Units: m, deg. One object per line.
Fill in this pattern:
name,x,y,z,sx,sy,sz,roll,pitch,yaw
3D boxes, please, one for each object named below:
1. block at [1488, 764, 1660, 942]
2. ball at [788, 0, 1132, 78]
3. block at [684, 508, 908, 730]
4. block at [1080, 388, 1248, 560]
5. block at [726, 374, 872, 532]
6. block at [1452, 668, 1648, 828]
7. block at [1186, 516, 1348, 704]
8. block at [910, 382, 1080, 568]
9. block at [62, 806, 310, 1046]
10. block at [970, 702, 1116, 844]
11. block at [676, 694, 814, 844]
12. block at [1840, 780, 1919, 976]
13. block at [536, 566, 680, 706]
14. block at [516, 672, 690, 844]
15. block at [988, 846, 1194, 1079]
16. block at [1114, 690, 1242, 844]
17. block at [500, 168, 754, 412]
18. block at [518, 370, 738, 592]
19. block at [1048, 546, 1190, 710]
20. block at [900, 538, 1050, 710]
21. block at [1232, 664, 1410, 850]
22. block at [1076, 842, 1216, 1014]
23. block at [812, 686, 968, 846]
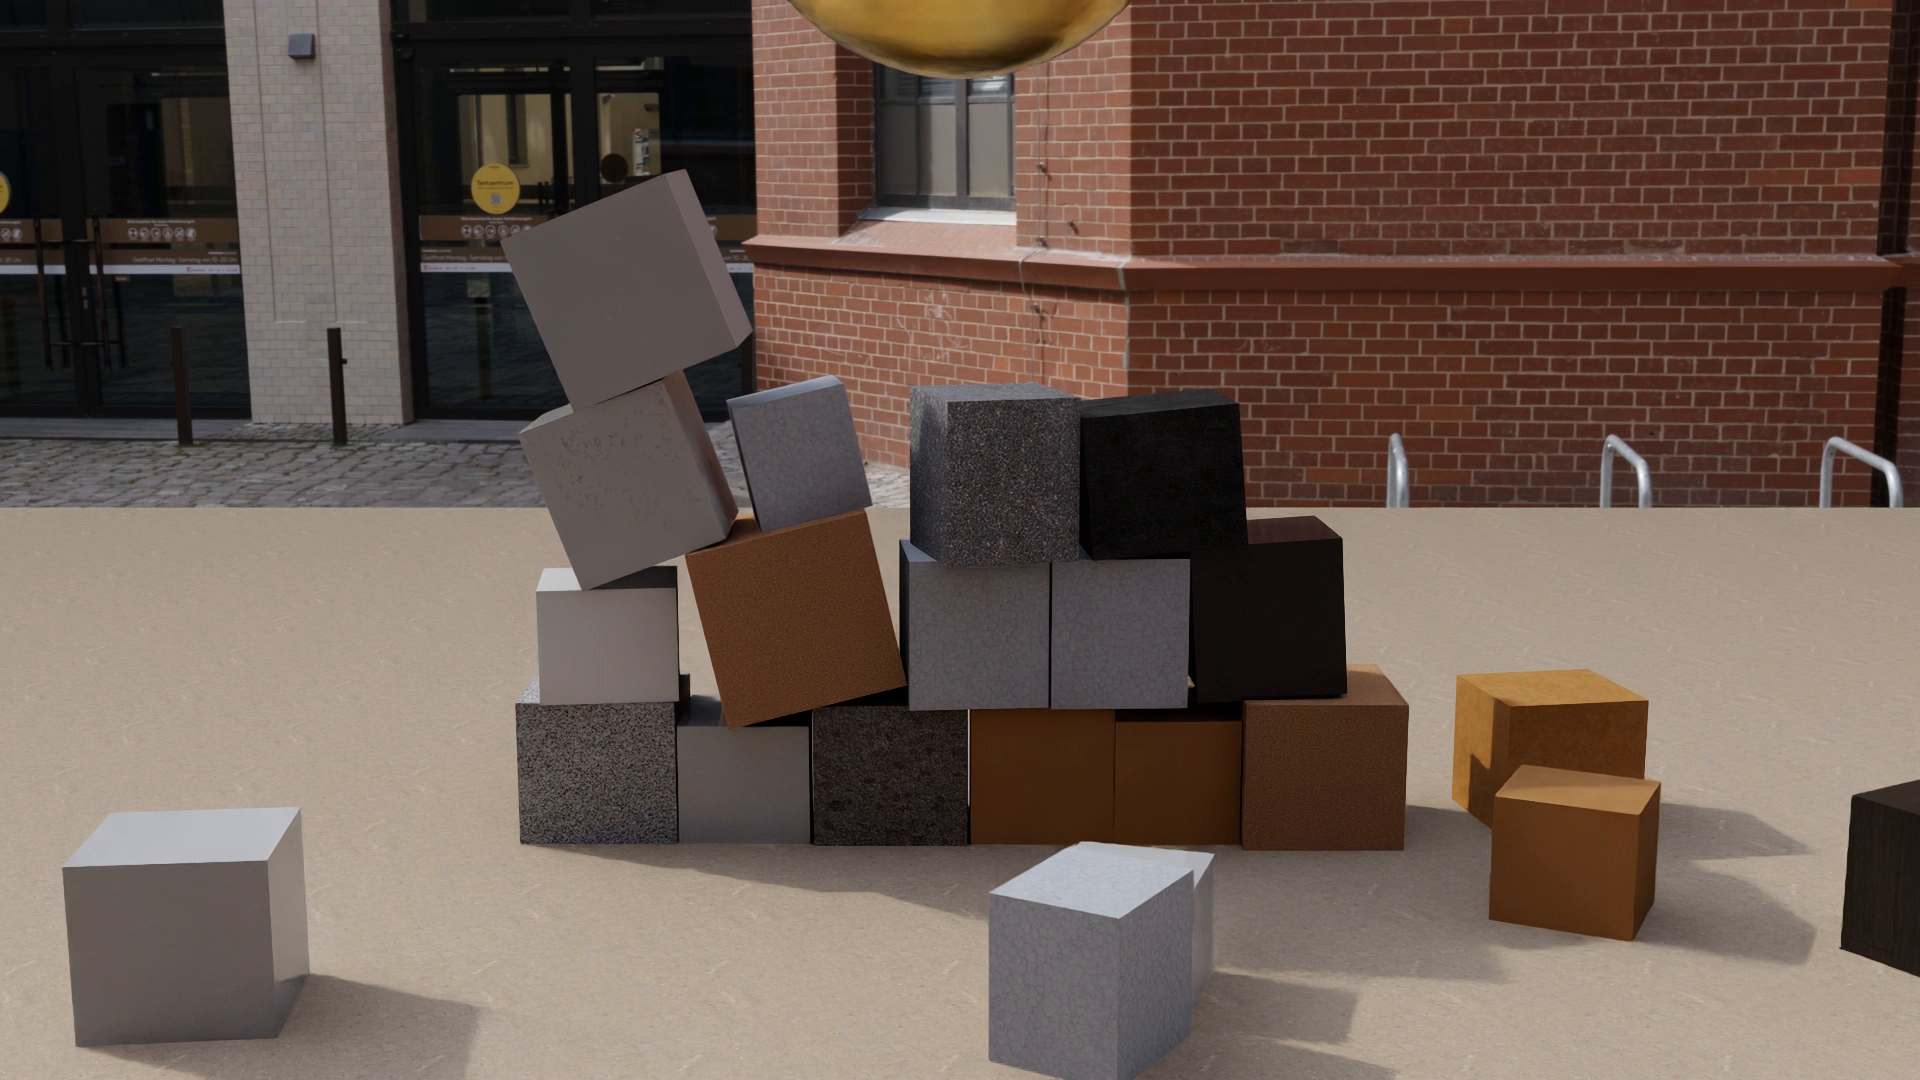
block,2.825,1.424,10.100,0.638,0.585,0.577,5,11,26
ball,0.000,-2.373,7.418,1.600,1.600,1.600,0,10,0
block,-0.856,0.332,11.285,0.911,0.893,0.926,-14,10,-4
block,0.969,-0.342,11.045,0.768,0.701,0.744,-6,10,-4
block,-0.823,-0.448,11.175,0.567,0.628,0.624,-14,10,-7
block,3.081,1.108,11.535,0.750,0.693,0.685,-2,10,-10
block,1.520,0.344,11.239,0.754,0.789,0.685,-4,10,-2
block,0.164,-0.336,10.920,0.668,0.804,0.701,-3,11,-16
block,-3.124,1.556,8.948,0.772,0.736,0.703,-1,10,-6
block,0.413,1.126,11.361,0.721,0.719,0.643,0,10,0
block,-1.088,1.176,11.394,0.661,0.610,0.664,0,10,0
block,4.379,1.473,9.508,0.749,0.700,0.711,-6,12,-31
block,-1.784,0.478,11.217,0.687,0.581,0.587,-1,10,-7
block,-1.825,1.117,11.376,0.794,0.733,0.663,0,10,0
block,0.513,1.653,8.561,0.554,0.684,0.648,6,12,30
block,1.092,1.160,11.395,0.633,0.641,0.713,0,10,0
block,-1.632,-1.253,10.918,0.855,0.890,0.792,-21,10,4
block,-1.654,-0.332,11.102,0.758,0.836,0.764,-20,10,3
block,0.781,0.401,11.231,0.678,0.755,0.742,0,10,-2
block,0.063,0.414,11.141,0.692,0.750,0.623,-1,10,-6
block,1.821,1.109,11.370,0.802,0.751,0.867,0,10,0
block,0.722,1.620,9.190,0.585,0.525,0.557,3,11,17
block,-0.347,1.123,11.361,0.771,0.725,0.697,0,10,1
